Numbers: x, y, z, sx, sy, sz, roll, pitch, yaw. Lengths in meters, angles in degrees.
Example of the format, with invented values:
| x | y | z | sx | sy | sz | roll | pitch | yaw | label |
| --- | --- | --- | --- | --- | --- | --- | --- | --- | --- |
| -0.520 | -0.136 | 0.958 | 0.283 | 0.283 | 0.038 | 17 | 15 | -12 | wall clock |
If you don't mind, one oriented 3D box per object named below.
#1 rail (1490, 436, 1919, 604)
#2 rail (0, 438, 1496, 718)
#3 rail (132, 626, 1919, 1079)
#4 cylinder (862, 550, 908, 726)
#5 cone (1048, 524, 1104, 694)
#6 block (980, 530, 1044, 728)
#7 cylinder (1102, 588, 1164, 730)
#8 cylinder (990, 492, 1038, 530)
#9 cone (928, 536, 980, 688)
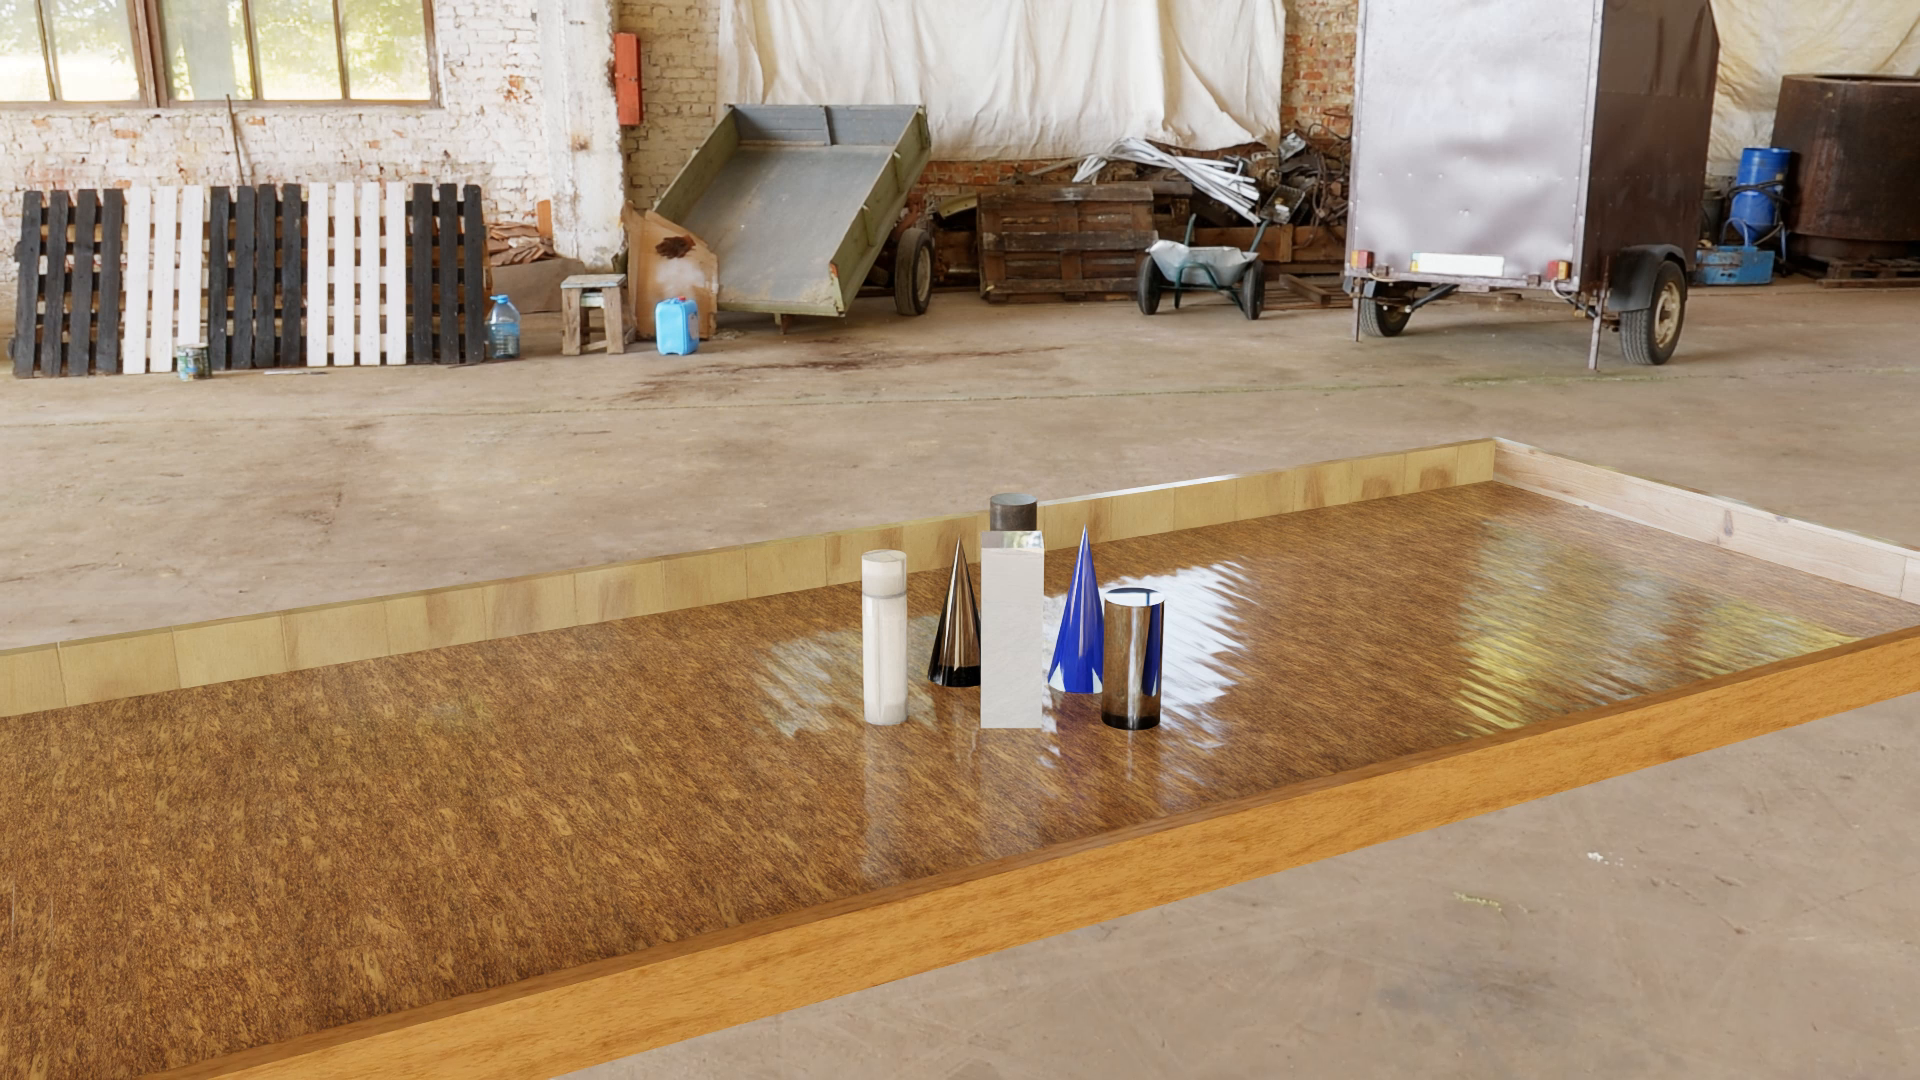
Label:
| x | y | z | sx | sy | sz | roll | pitch | yaw | label |
| --- | --- | --- | --- | --- | --- | --- | --- | --- | --- |
| 2.466 | -0.048 | 5.253 | 0.050 | 0.150 | 2.100 | -9 | 18 | -27 | rail |
| -3.305 | 0.497 | 3.399 | 12.000 | 0.150 | 0.050 | -9 | 18 | -27 | rail |
| -2.336 | 1.006 | 1.665 | 12.000 | 0.150 | 0.050 | -9 | 18 | -27 | rail |
| -0.175 | 0.229 | 3.867 | 0.105 | 0.400 | 0.105 | 0 | 16 | 0 | cylinder |
| 0.307 | 0.156 | 4.090 | 0.174 | 0.414 | 0.174 | 0 | 16 | 0 | cone |
| 0.120 | 0.209 | 3.864 | 0.142 | 0.439 | 0.142 | 0 | 16 | 0 | block |
| 0.405 | 0.278 | 3.868 | 0.140 | 0.306 | 0.140 | 0 | 16 | 0 | cylinder |
| 0.140 | 0.082 | 4.377 | 0.124 | 0.395 | 0.124 | 0 | 16 | 0 | cylinder |
| -0.001 | 0.164 | 4.133 | 0.167 | 0.375 | 0.167 | 0 | 16 | 0 | cone |
